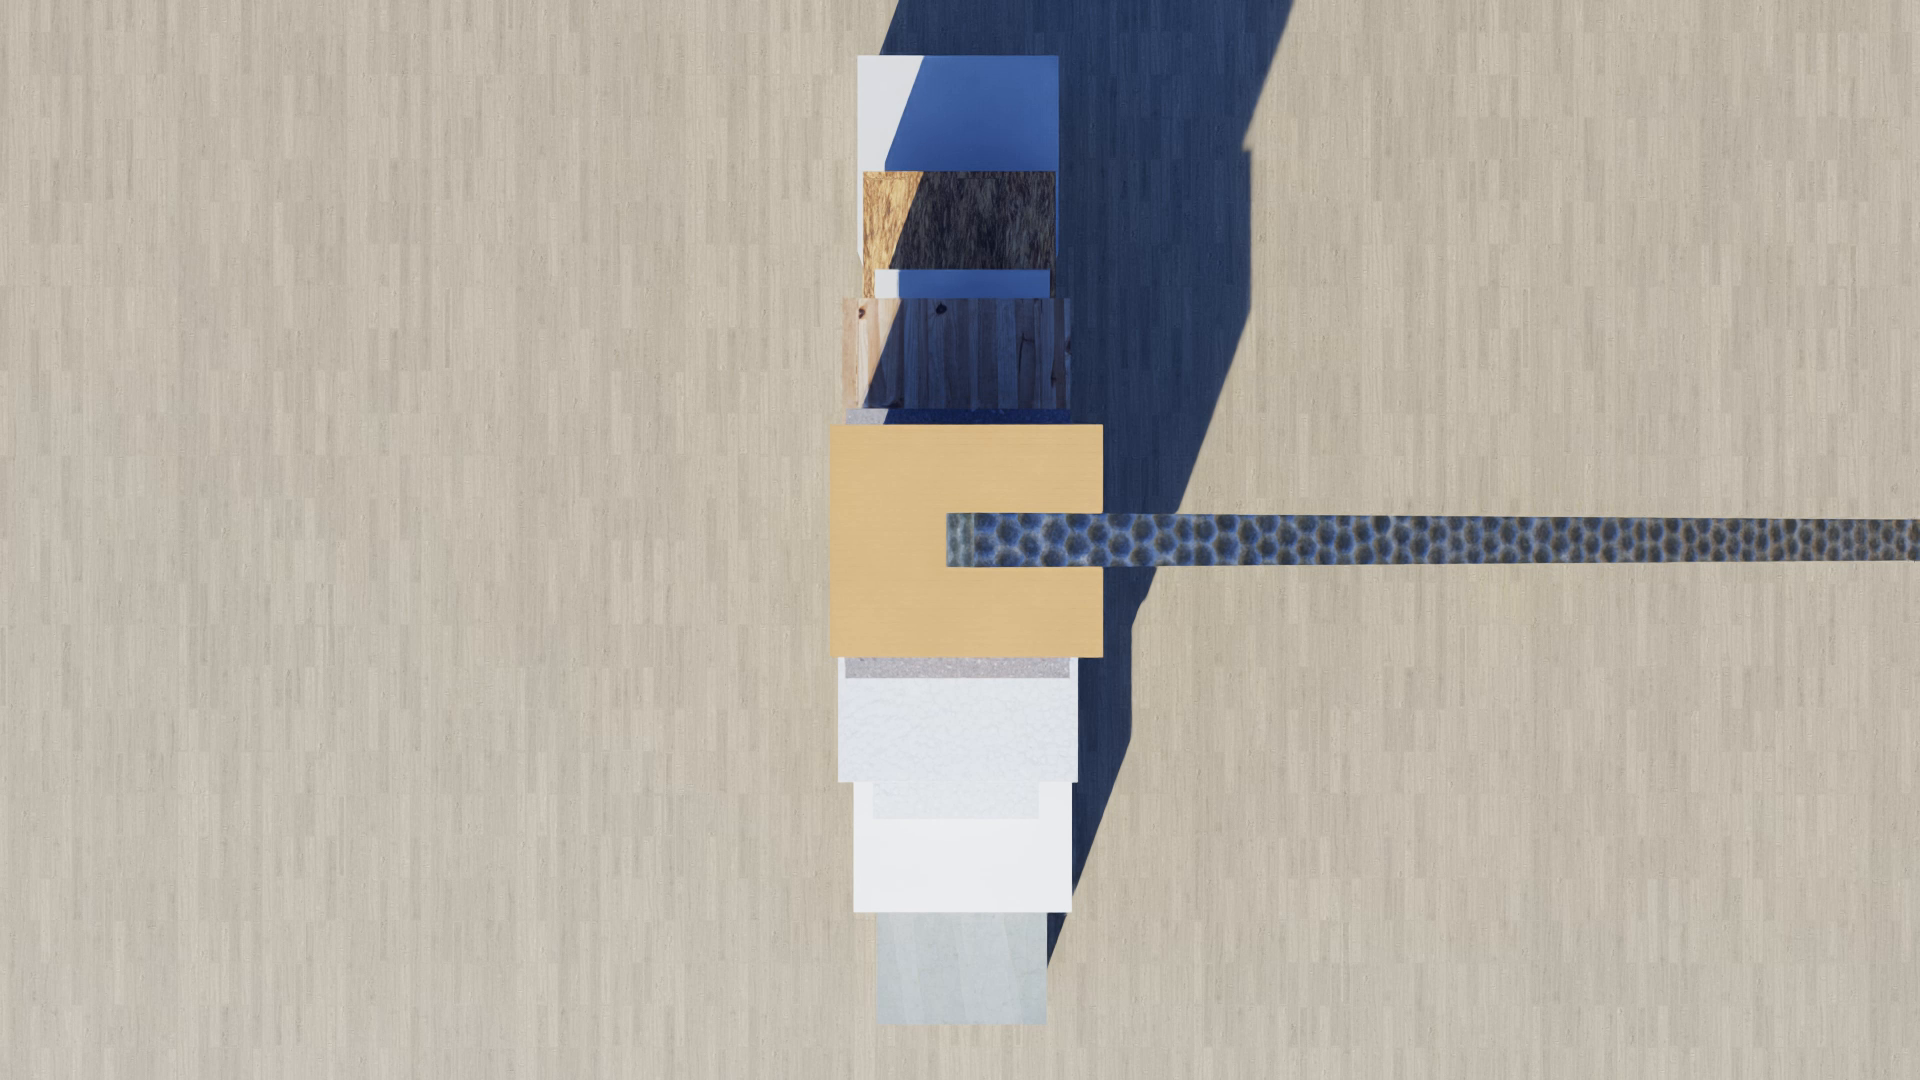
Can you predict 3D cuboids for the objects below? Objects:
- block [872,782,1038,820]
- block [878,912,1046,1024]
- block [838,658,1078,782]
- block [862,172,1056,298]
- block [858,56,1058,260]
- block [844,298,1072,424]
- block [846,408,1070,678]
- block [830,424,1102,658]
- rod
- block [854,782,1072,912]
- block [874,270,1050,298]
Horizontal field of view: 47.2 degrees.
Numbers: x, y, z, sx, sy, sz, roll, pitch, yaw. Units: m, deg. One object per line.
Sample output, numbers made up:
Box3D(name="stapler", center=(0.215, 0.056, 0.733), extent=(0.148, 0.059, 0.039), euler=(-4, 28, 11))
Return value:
Box3D(name="block", center=(-0.019, 0.875, 10.462), extent=(0.758, 0.837, 0.801), euler=(0, 90, 0))
Box3D(name="block", center=(0.010, 2.184, 12.509), extent=(0.928, 0.983, 0.928), euler=(0, 90, 0))
Box3D(name="block", center=(-0.009, 0.457, 9.468), extent=(0.981, 0.926, 1.064), euler=(0, 90, 0))
Box3D(name="block", center=(-0.004, -1.423, 11.473), extent=(0.969, 0.821, 0.863), euler=(0, 90, 0))
Box3D(name="block", center=(-0.010, -2.113, 12.510), extent=(1.100, 0.980, 1.070), euler=(0, 90, 0))
Box3D(name="block", center=(-0.012, -0.542, 9.480), extent=(0.936, 0.896, 0.873), euler=(0, 88, 0))
Box3D(name="block", center=(-0.010, 0.015, 8.582), extent=(0.832, 0.838, 1.002), euler=(0, 90, 0))
Box3D(name="block", center=(0.020, 0.005, 7.064), extent=(0.832, 0.717, 0.711), euler=(0, 90, 0))
Box3D(name="rod", center=(2.234, 0.000, 4.552), extent=(5.200, 0.080, 0.080), euler=(0, 90, -31))
Box3D(name="block", center=(0.014, 1.368, 11.450), extent=(1.079, 1.143, 0.960), euler=(0, 89, 0))
Box3D(name="block", center=(0.011, -0.864, 10.631), extent=(0.816, 0.718, 0.802), euler=(0, 90, 0))
